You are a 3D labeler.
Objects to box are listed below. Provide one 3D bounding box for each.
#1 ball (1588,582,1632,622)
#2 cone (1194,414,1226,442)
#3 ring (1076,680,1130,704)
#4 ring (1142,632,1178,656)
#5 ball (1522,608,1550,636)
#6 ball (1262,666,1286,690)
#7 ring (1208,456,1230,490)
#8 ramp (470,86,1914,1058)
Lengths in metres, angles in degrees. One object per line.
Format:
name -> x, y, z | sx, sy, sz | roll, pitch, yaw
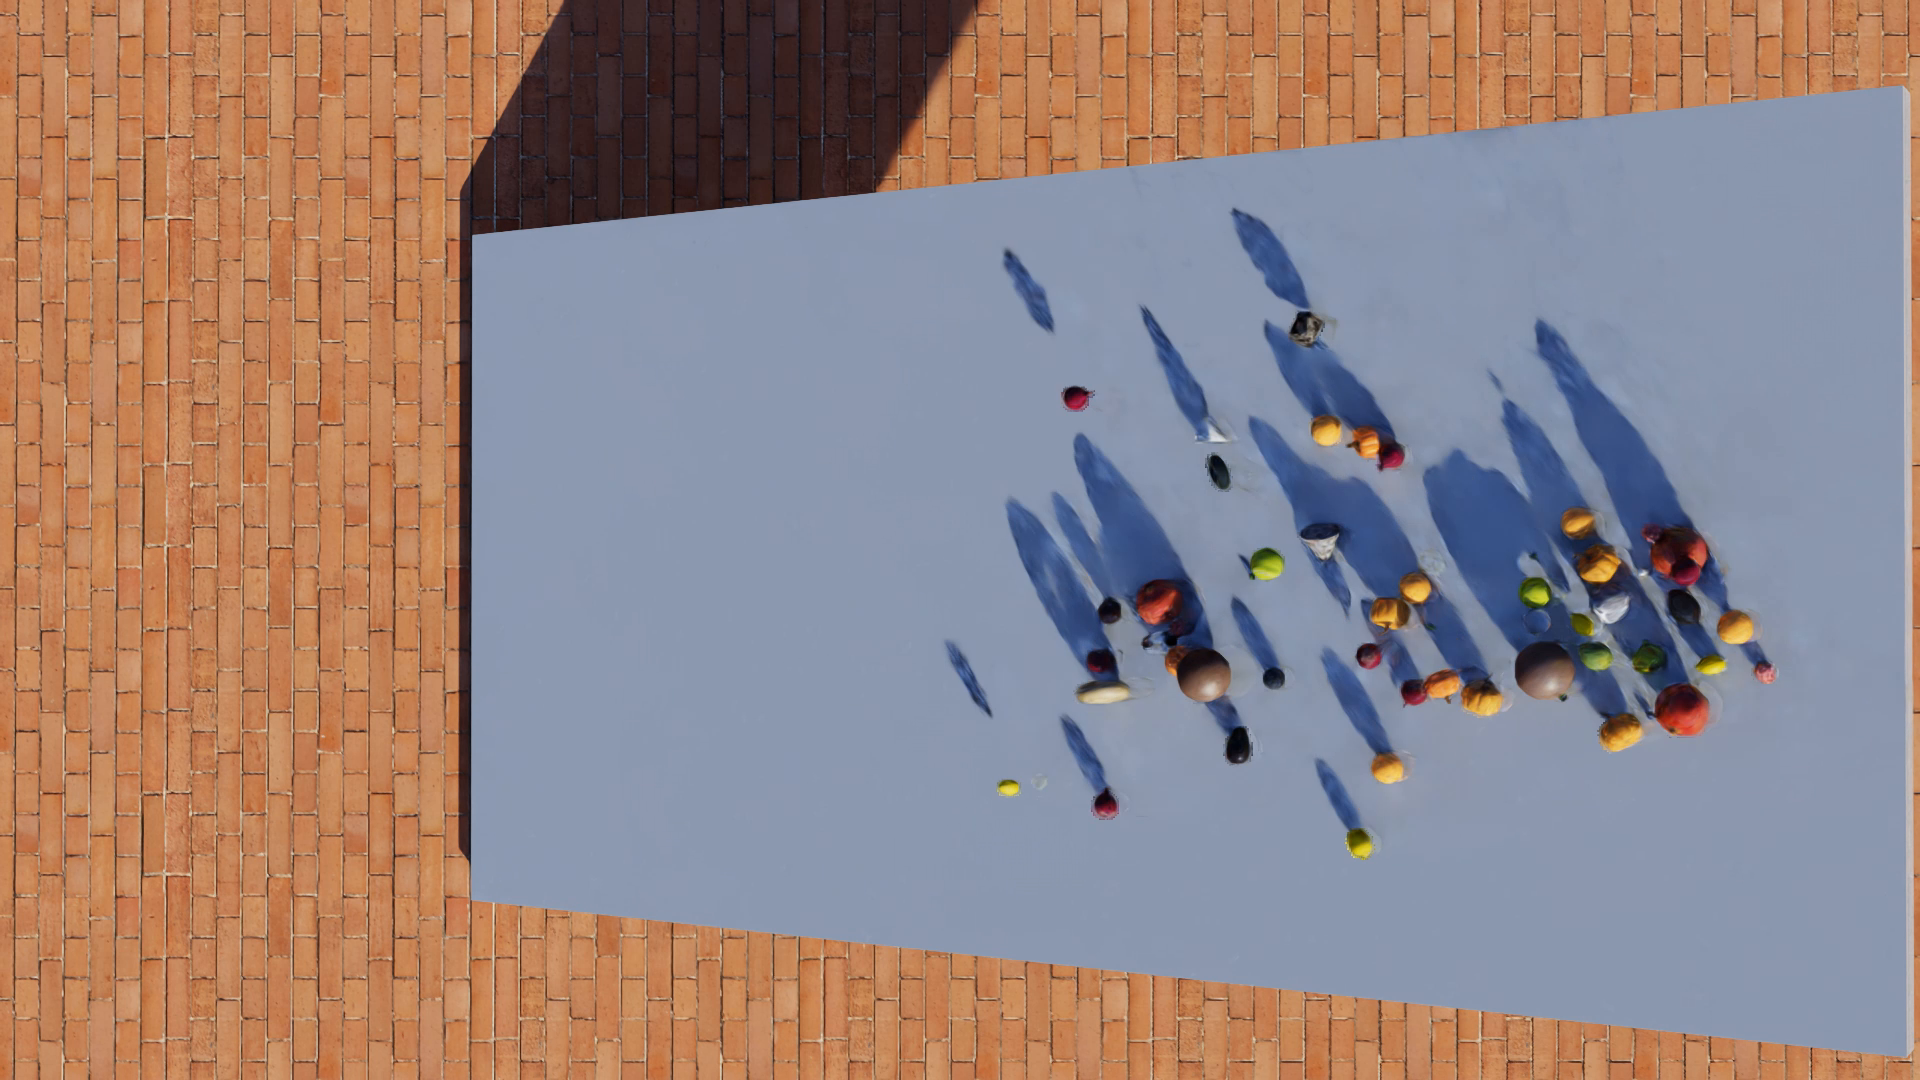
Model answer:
ball -> 1.416, 0.136, 4.792 | 0.089, 0.089, 0.089 | 0, 89, 0
cone -> 0.616, -0.254, 5.293 | 0.072, 0.072, 0.072 | 38, 89, 35
ring -> 0.352, 0.375, 5.413 | 0.134, 0.134, 0.045 | -3, 80, 0
ring -> 0.487, 0.252, 5.363 | 0.088, 0.088, 0.029 | -4, 58, 0
ball -> 1.270, 0.180, 4.844 | 0.060, 0.060, 0.060 | 0, 89, 0
ball -> 0.745, 0.328, 5.221 | 0.054, 0.054, 0.054 | 0, 89, 0
ring -> 0.618, -0.162, 5.246 | 0.030, 0.089, 0.089 | -27, 90, 10
ramp -> 0.264, 0.073, 5.609 | 4.000, 0.100, 2.000 | 0, 89, 31
